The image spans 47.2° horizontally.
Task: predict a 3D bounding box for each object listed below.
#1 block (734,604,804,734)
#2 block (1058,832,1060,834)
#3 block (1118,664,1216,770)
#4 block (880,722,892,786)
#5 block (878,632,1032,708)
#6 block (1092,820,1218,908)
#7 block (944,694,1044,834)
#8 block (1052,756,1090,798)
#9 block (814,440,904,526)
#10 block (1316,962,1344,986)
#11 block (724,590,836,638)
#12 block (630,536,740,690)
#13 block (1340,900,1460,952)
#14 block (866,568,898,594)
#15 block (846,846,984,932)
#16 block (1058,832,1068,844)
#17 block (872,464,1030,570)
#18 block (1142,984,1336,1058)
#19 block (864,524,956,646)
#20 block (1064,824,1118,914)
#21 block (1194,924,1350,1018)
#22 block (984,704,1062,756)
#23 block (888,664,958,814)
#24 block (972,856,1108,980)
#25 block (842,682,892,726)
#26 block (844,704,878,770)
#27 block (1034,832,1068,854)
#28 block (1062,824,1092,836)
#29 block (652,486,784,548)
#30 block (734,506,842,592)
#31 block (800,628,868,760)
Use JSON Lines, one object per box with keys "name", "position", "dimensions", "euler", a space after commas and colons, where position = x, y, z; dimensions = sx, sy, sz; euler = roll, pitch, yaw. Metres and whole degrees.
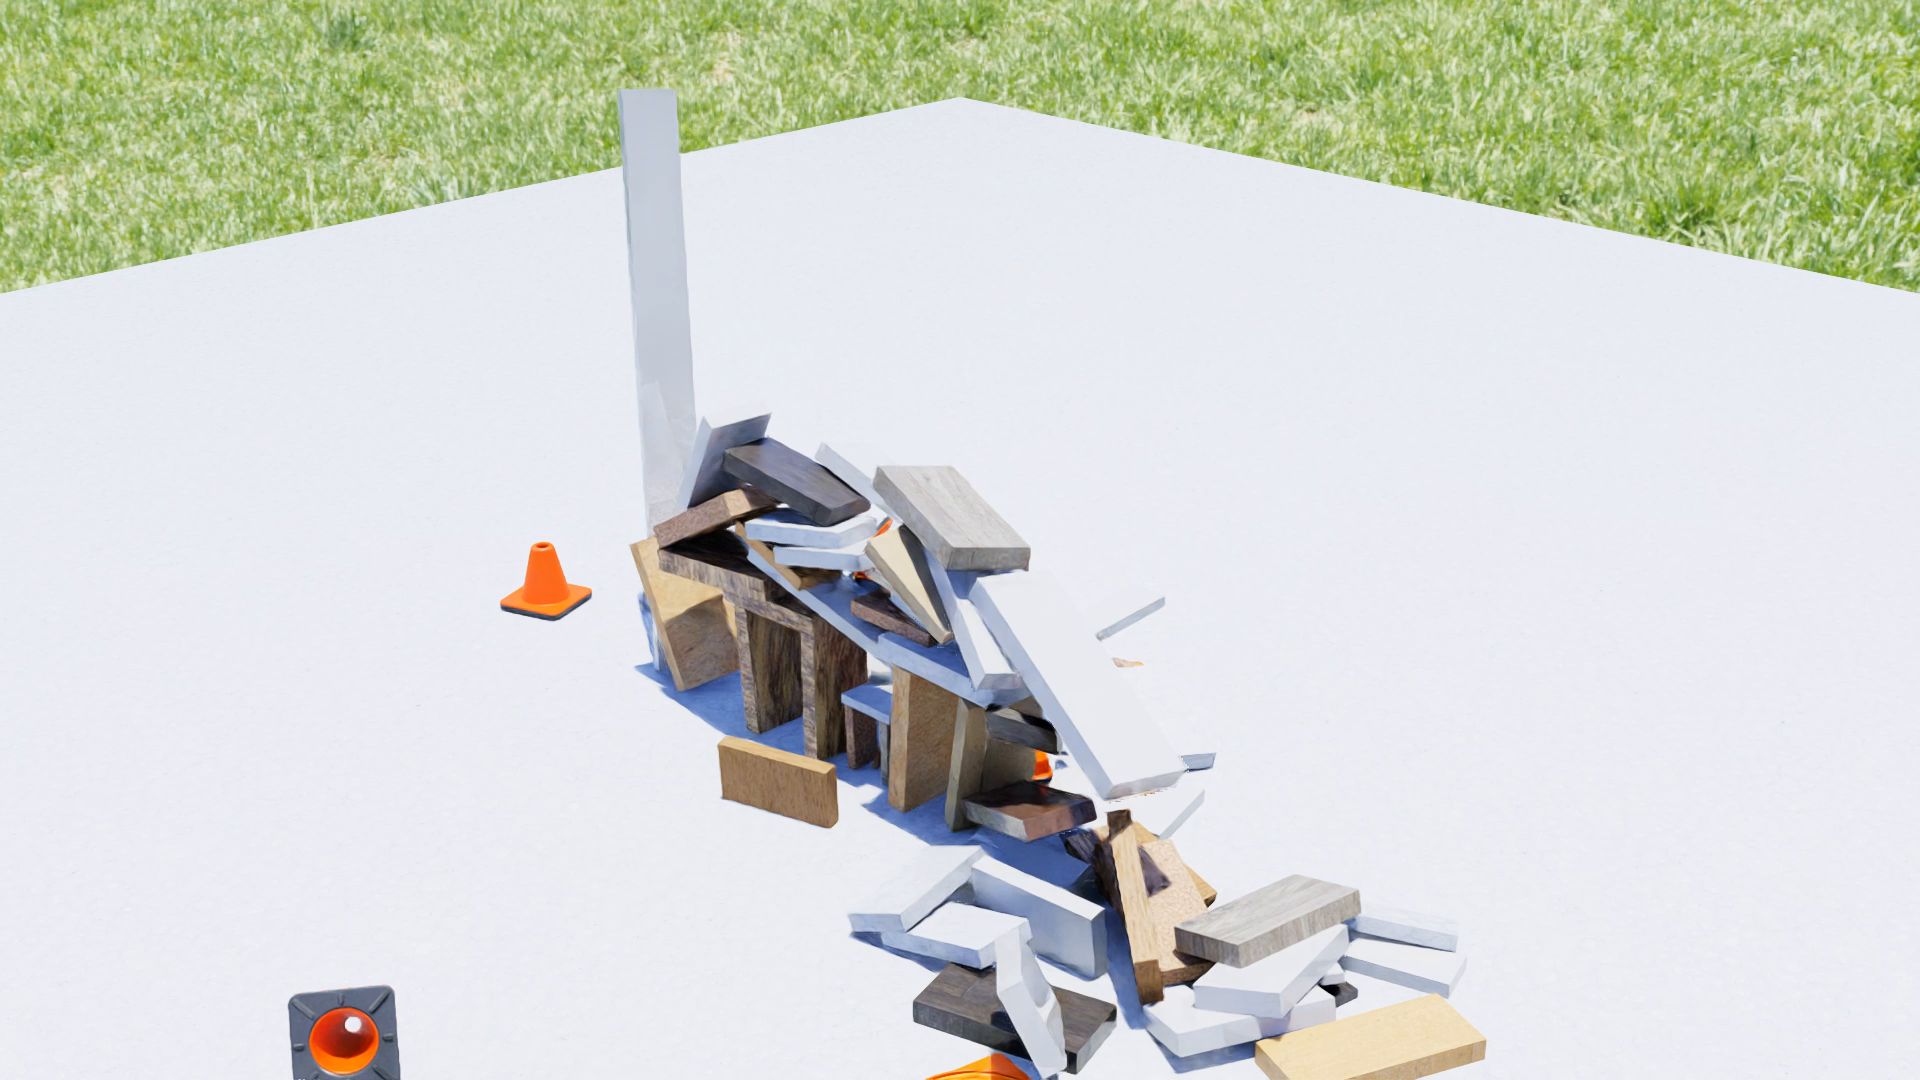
{"name": "block", "position": [-0.406, 0.260, 4.770], "dimensions": [0.146, 0.292, 0.041], "euler": [-21, 26, -39]}
{"name": "block", "position": [0.194, 0.583, 4.293], "dimensions": [0.052, 0.015, 0.103], "euler": [-4, 35, -35]}
{"name": "block", "position": [0.422, 0.379, 4.708], "dimensions": [0.148, 0.042, 0.295], "euler": [-3, 37, -20]}
{"name": "block", "position": [-0.130, 0.431, 4.555], "dimensions": [0.074, 0.148, 0.021], "euler": [-21, 29, -40]}
{"name": "block", "position": [0.010, 0.235, 4.306], "dimensions": [0.163, 0.046, 0.327], "euler": [-20, 31, -39]}
{"name": "block", "position": [0.366, 0.625, 4.131], "dimensions": [0.110, 0.031, 0.221], "euler": [-21, 47, -35]}
{"name": "block", "position": [0.067, 0.428, 4.332], "dimensions": [0.163, 0.327, 0.046], "euler": [-9, 39, -20]}
{"name": "block", "position": [0.232, 0.497, 4.560], "dimensions": [0.078, 0.022, 0.157], "euler": [2, 23, 5]}
{"name": "block", "position": [-0.154, -0.117, 4.521], "dimensions": [0.143, 0.041, 0.286], "euler": [-1, 30, -48]}
{"name": "block", "position": [0.632, 0.752, 3.884], "dimensions": [0.064, 0.018, 0.128], "euler": [-7, 12, -2]}
{"name": "block", "position": [-0.351, 0.125, 4.648], "dimensions": [0.146, 0.041, 0.292], "euler": [-21, 28, -39]}
{"name": "block", "position": [-0.607, 0.147, 4.964], "dimensions": [0.174, 0.347, 0.049], "euler": [-20, 6, -29]}
{"name": "block", "position": [0.800, 0.700, 4.012], "dimensions": [0.214, 0.030, 0.107], "euler": [10, 7, 13]}
{"name": "block", "position": [-0.095, 0.079, 4.346], "dimensions": [0.095, 0.027, 0.189], "euler": [-15, 28, -32]}
{"name": "block", "position": [-0.079, 0.645, 4.077], "dimensions": [0.130, 0.037, 0.259], "euler": [-7, 17, 40]}
{"name": "block", "position": [0.235, 0.601, 4.251], "dimensions": [0.052, 0.015, 0.103], "euler": [2, 32, -26]}
{"name": "block", "position": [-0.020, -0.046, 4.213], "dimensions": [0.169, 0.048, 0.338], "euler": [0, 28, -30]}
{"name": "block", "position": [0.476, 0.807, 3.753], "dimensions": [0.292, 0.041, 0.146], "euler": [-9, 10, -17]}
{"name": "block", "position": [-0.060, 0.078, 4.200], "dimensions": [0.124, 0.035, 0.248], "euler": [-25, 64, -35]}
{"name": "block", "position": [0.303, 0.631, 4.171], "dimensions": [0.110, 0.031, 0.220], "euler": [-13, 39, -28]}
{"name": "block", "position": [0.544, 0.740, 3.822], "dimensions": [0.157, 0.044, 0.314], "euler": [-1, 12, 31]}
{"name": "block", "position": [0.118, 0.350, 4.052], "dimensions": [0.142, 0.071, 0.020], "euler": [15, 51, 21]}
{"name": "block", "position": [-0.066, 0.377, 4.452], "dimensions": [0.046, 0.327, 0.163], "euler": [25, 33, 38]}
{"name": "block", "position": [0.143, 0.681, 3.974], "dimensions": [0.274, 0.137, 0.039], "euler": [18, 37, 37]}
{"name": "block", "position": [-0.168, 0.339, 4.555], "dimensions": [0.148, 0.021, 0.074], "euler": [21, 31, 40]}
{"name": "block", "position": [-0.207, 0.402, 4.624], "dimensions": [0.021, 0.148, 0.074], "euler": [14, 27, 35]}
{"name": "block", "position": [0.146, 0.602, 4.209], "dimensions": [0.110, 0.031, 0.220], "euler": [-26, 34, -1]}
{"name": "block", "position": [0.206, 0.552, 4.302], "dimensions": [0.052, 0.015, 0.103], "euler": [-5, 20, -37]}
{"name": "block", "position": [-0.500, -0.060, 4.684], "dimensions": [0.174, 0.049, 0.347], "euler": [-18, -1, -34]}
{"name": "block", "position": [-0.357, 0.017, 4.574], "dimensions": [0.112, 0.032, 0.223], "euler": [-18, 47, -40]}
{"name": "block", "position": [-0.263, 0.308, 4.648], "dimensions": [0.146, 0.293, 0.041], "euler": [-17, 24, -40]}
